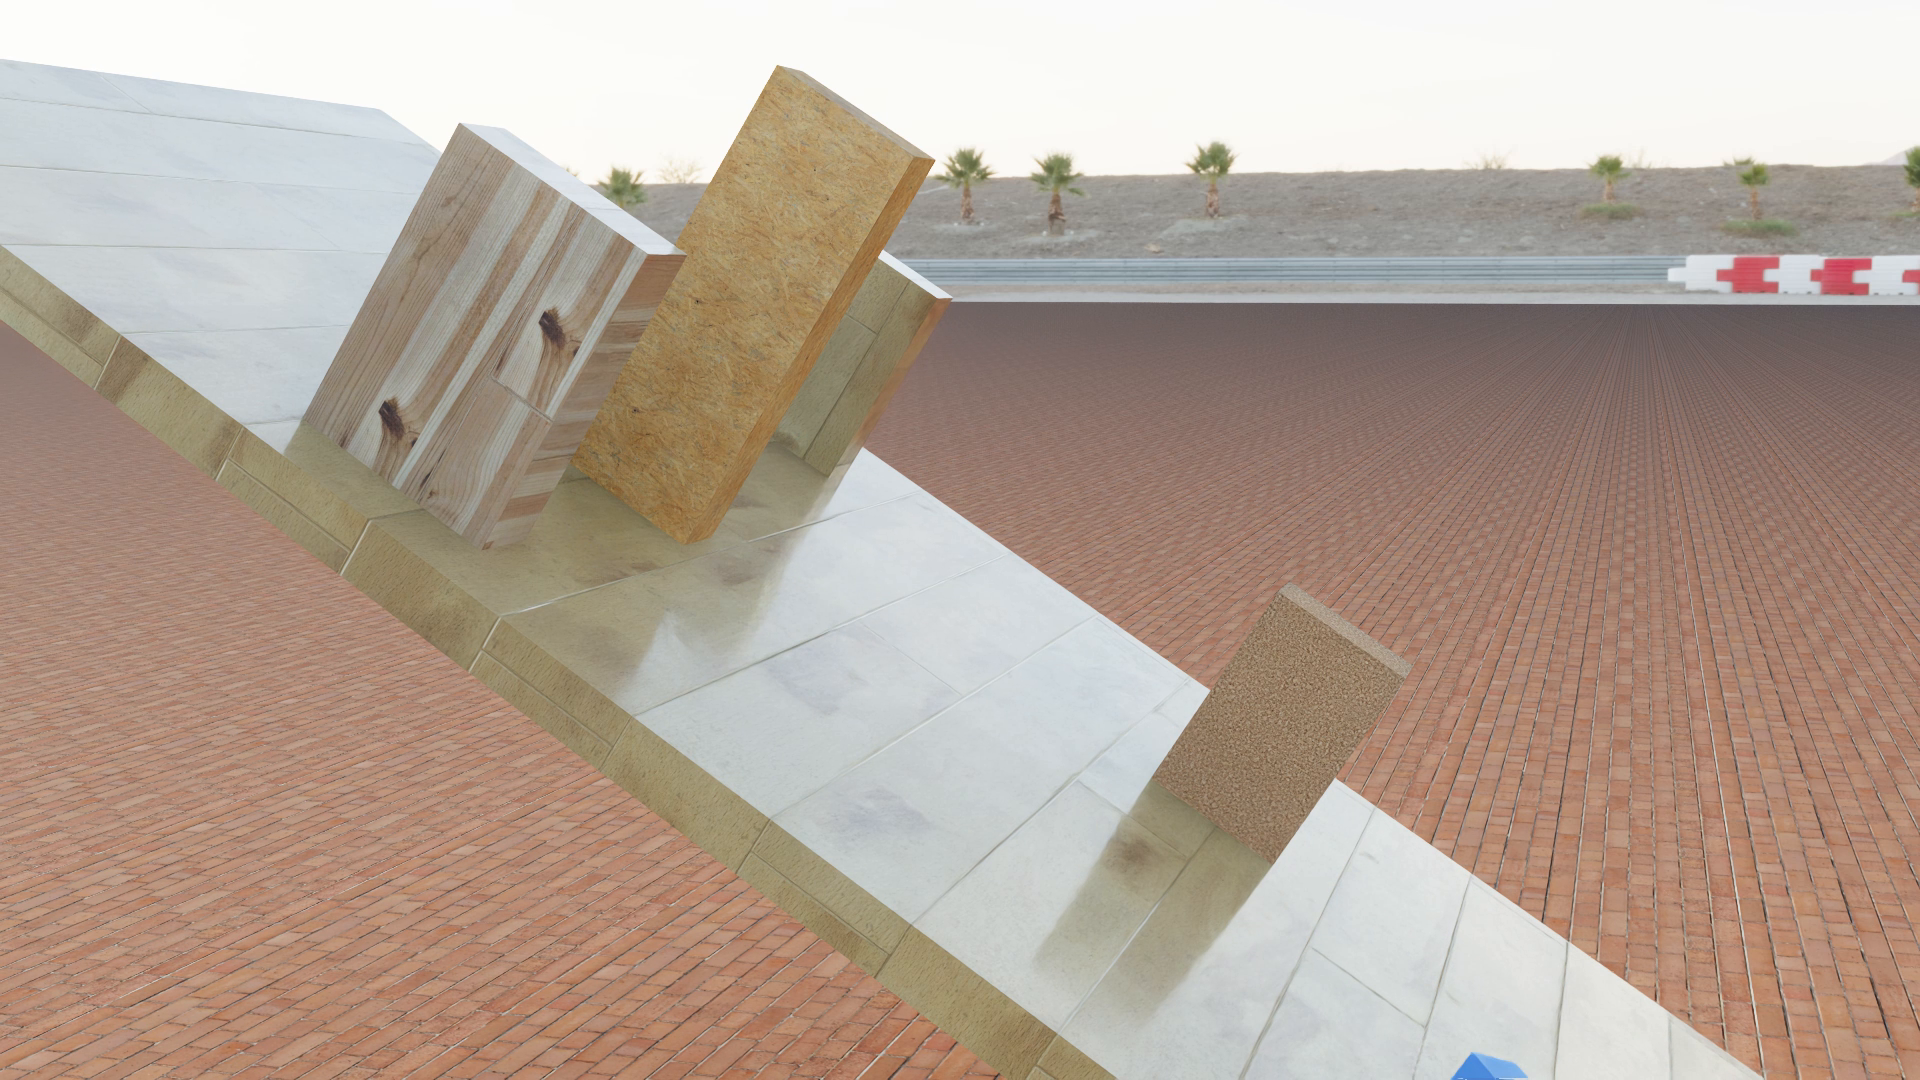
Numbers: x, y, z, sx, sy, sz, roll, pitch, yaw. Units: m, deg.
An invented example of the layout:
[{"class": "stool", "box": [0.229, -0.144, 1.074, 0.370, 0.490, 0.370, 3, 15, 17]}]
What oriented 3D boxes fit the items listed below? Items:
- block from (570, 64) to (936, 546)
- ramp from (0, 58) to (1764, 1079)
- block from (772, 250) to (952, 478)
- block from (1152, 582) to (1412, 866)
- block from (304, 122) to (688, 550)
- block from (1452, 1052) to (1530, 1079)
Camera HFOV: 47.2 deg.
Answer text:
[{"class": "block", "box": [-0.382, -0.406, 3.871, 0.292, 0.799, 0.121, 35, 15, 10]}, {"class": "ramp", "box": [-0.136, 0.227, 4.104, 4.000, 0.100, 2.000, 35, 15, 10]}, {"class": "block", "box": [-0.267, -0.411, 4.777, 0.293, 0.460, 0.111, 35, 15, 10]}, {"class": "block", "box": [0.610, 0.346, 4.175, 0.281, 0.439, 0.141, 35, 15, 10]}, {"class": "block", "box": [-0.723, -0.314, 3.406, 0.366, 0.536, 0.141, 35, 15, 10]}, {"class": "block", "box": [0.854, 0.908, 3.516, 0.112, 0.112, 0.112, 21, 18, -35]}]
